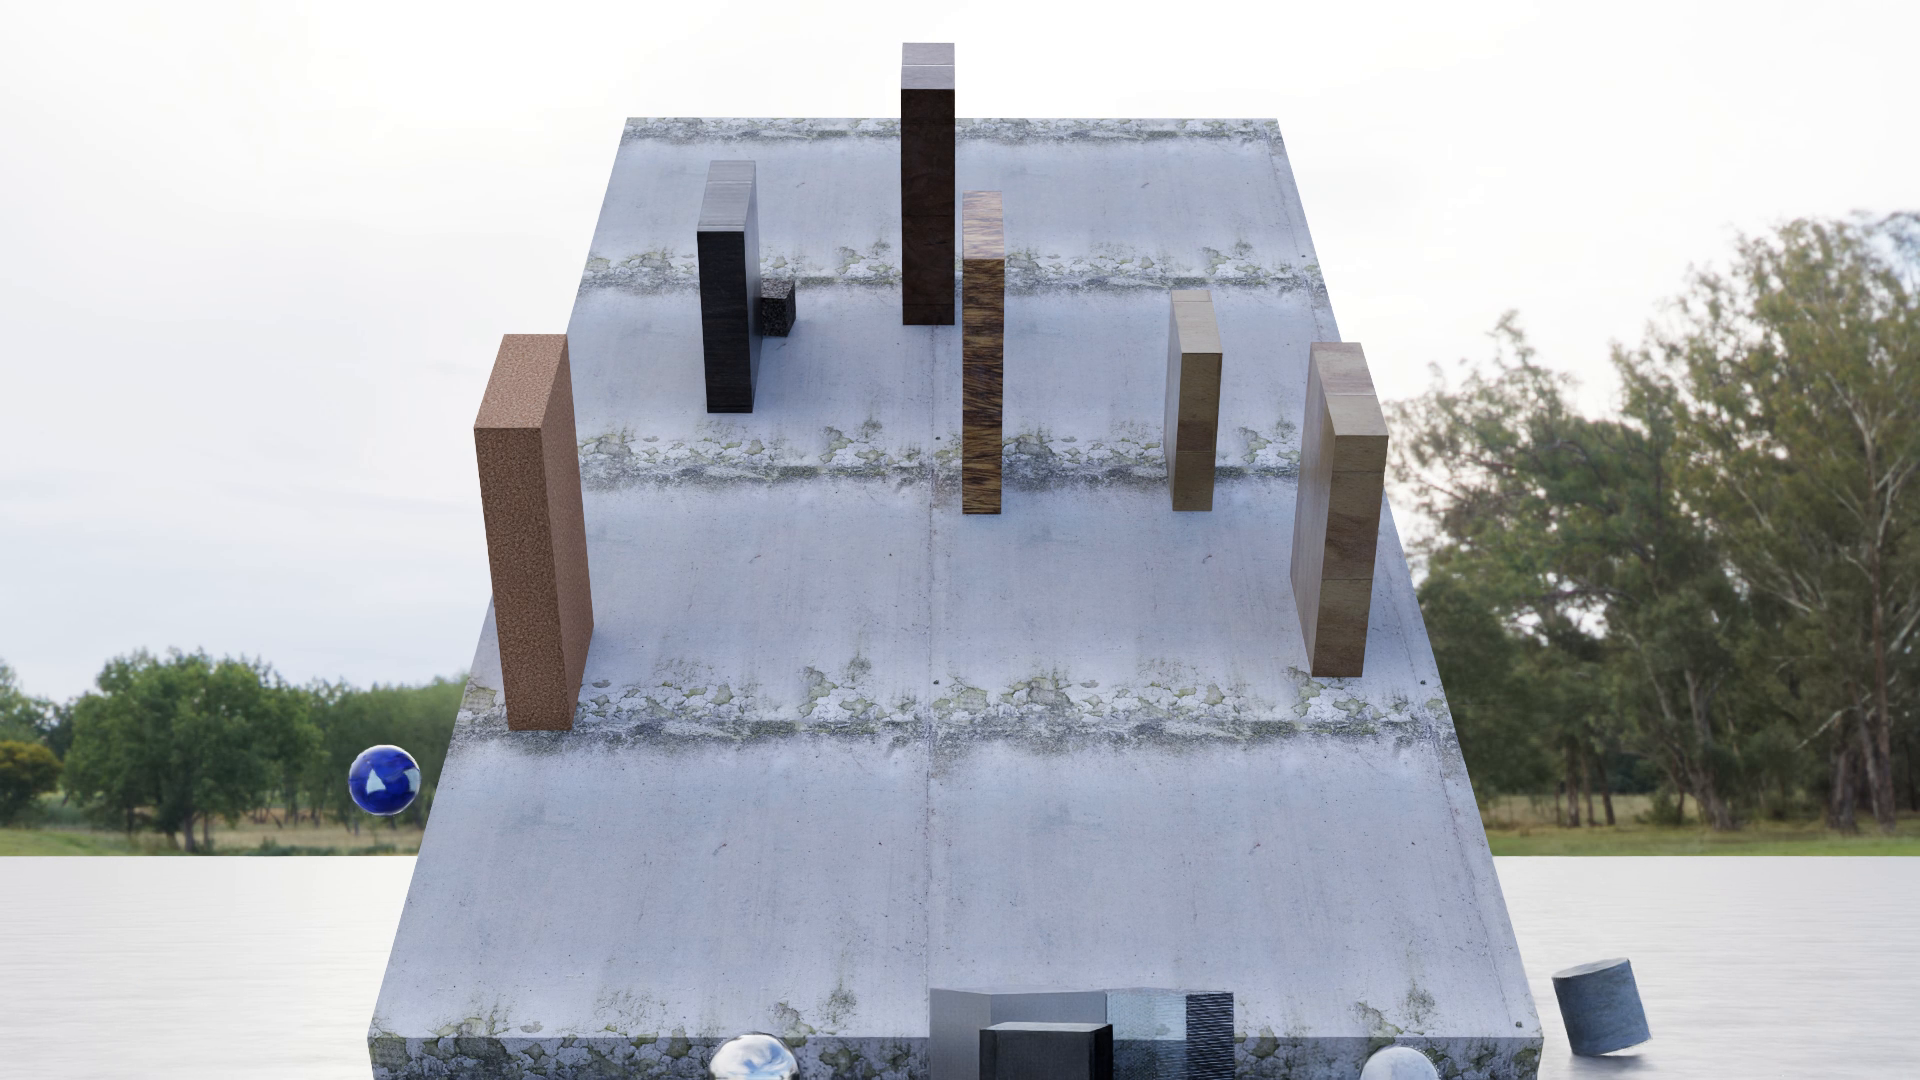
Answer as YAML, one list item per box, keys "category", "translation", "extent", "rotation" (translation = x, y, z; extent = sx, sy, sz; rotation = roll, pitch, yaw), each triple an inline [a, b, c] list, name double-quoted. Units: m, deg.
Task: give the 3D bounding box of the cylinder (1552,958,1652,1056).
- category: "cylinder"
  translation: [1.237, 0.900, 4.729]
  extent: [0.153, 0.153, 0.153]
  rotation: [-14, -6, -2]

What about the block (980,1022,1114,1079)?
- category: "block"
  translation: [0.120, 0.743, 3.354]
  extent: [0.152, 0.152, 0.152]
  rotation: [-2, -7, 15]

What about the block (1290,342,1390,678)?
- category: "block"
  translation: [0.777, -0.063, 5.060]
  extent: [0.103, 0.575, 0.386]
  rotation: [0, 32, 0]

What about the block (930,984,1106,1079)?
- category: "block"
  translation: [0.083, 0.753, 3.582]
  extent: [0.190, 0.190, 0.190]
  rotation: [4, -8, -27]

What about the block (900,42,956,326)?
- category: "block"
  translation: [-0.081, -0.918, 6.329]
  extent: [0.135, 0.651, 0.315]
  rotation: [0, 32, 0]

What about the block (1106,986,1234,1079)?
- category: "block"
  translation: [0.281, 0.766, 3.655]
  extent: [0.182, 0.182, 0.182]
  rotation: [-7, -10, 44]

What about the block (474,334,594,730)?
- category: "block"
  translation: [-0.837, -0.013, 4.858]
  extent: [0.124, 0.695, 0.372]
  rotation: [0, 32, 0]

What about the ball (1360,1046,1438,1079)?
- category: "ball"
  translation: [0.629, 0.782, 3.507]
  extent: [0.113, 0.113, 0.113]
  rotation: [0, -7, 0]

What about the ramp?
- category: "ramp"
  translation: [-0.015, -0.185, 5.877]
  extent: [2.000, 0.100, 4.000]
  rotation: [0, 32, 0]

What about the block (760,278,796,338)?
- category: "block"
  translation: [-0.490, -0.602, 6.335]
  extent: [0.109, 0.109, 0.109]
  rotation: [5, 33, 8]

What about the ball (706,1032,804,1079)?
- category: "ball"
  translation: [-0.290, 0.765, 3.467]
  extent: [0.137, 0.137, 0.137]
  rotation: [0, -7, 0]

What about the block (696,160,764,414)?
- category: "block"
  translation: [-0.561, -0.624, 6.016]
  extent: [0.110, 0.487, 0.409]
  rotation: [0, 32, 0]

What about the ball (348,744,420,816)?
- category: "ball"
  translation: [-1.143, 0.477, 4.870]
  extent: [0.140, 0.140, 0.140]
  rotation: [0, -7, 0]

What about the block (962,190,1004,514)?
- category: "block"
  translation: [0.050, -0.424, 5.561]
  extent: [0.088, 0.641, 0.353]
  rotation: [0, 32, 0]

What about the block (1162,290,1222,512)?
- category: "block"
  translation: [0.531, -0.321, 5.619]
  extent: [0.090, 0.408, 0.307]
  rotation: [0, 32, 0]
